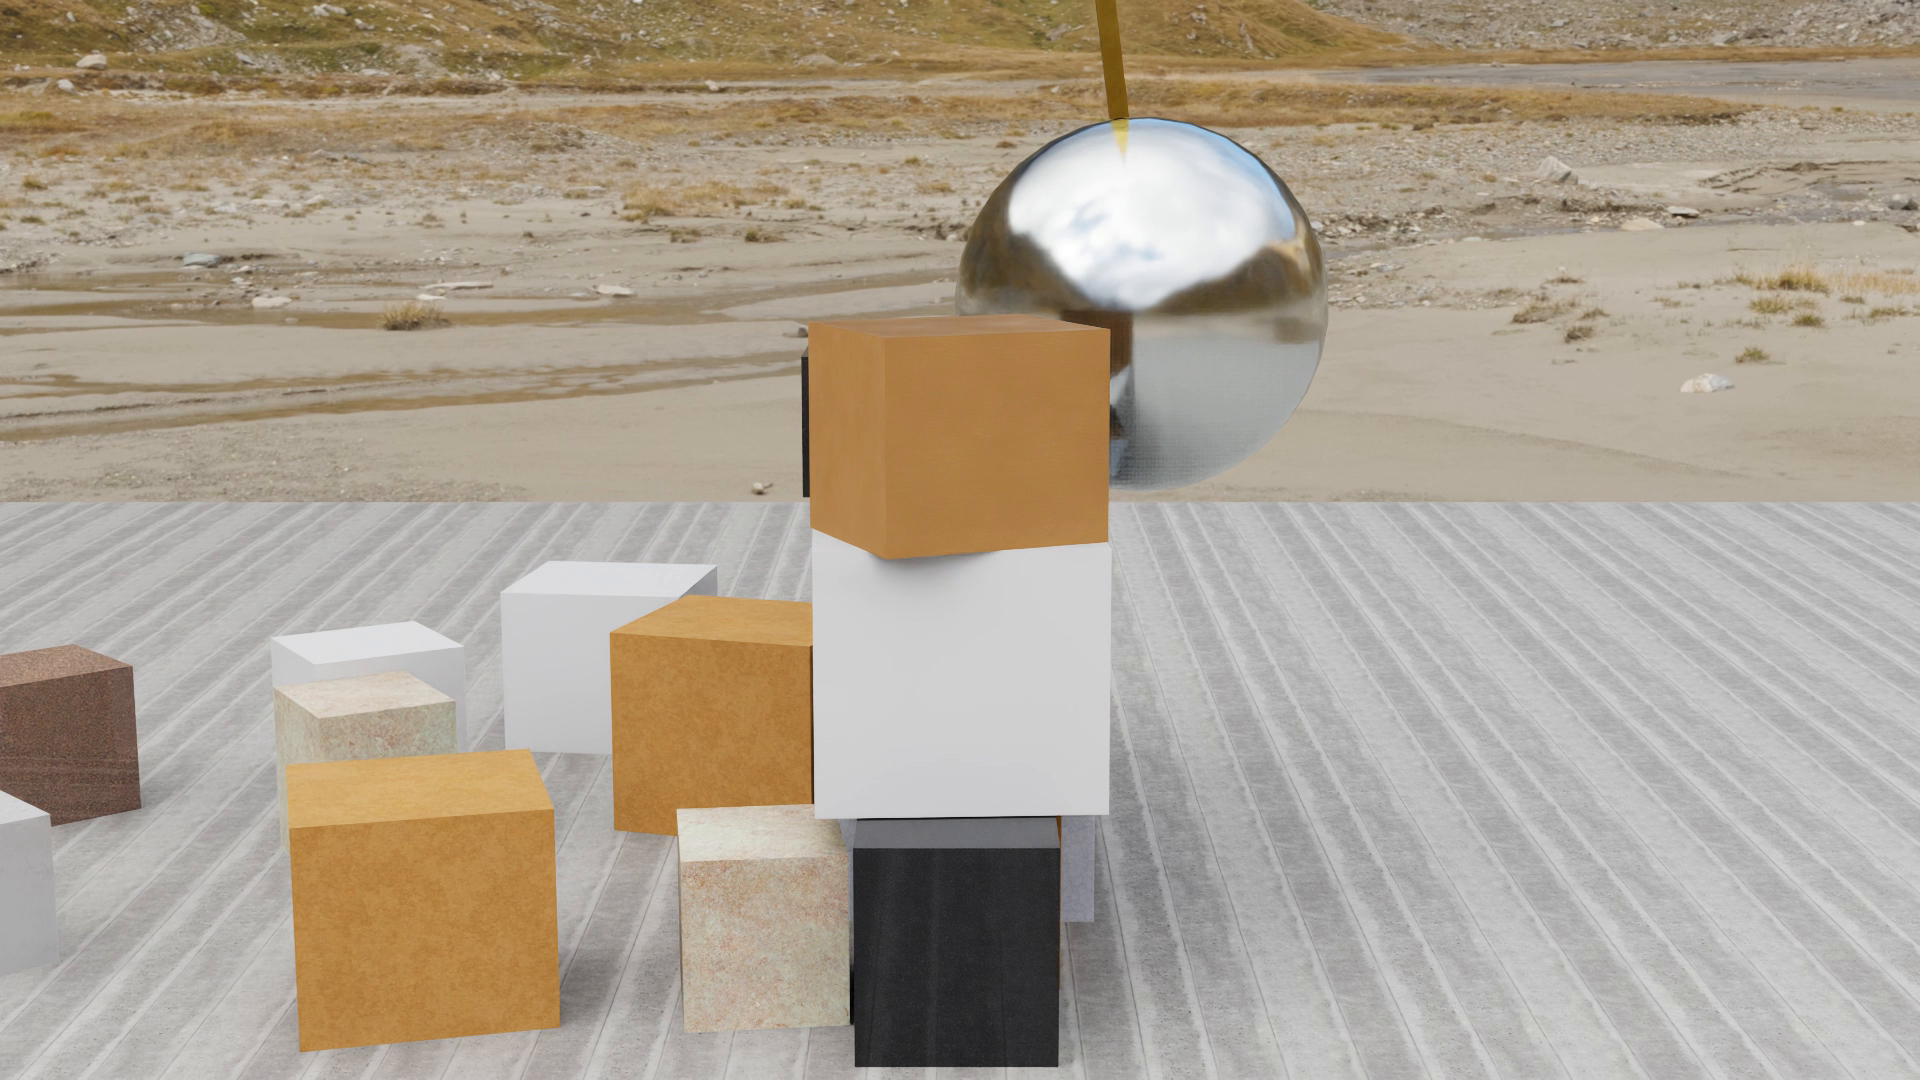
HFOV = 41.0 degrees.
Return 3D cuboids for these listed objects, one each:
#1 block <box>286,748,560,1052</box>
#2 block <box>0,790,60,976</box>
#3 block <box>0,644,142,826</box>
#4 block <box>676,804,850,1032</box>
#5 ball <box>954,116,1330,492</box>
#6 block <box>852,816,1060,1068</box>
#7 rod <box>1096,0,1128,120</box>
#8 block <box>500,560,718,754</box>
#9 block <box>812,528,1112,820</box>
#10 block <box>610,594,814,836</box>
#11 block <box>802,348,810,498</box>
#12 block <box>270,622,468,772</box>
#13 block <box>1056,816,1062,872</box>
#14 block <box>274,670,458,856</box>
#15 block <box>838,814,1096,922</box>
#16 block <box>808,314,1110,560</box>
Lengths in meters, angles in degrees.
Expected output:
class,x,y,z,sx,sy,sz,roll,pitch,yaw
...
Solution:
class,x,y,z,sx,sy,sz,roll,pitch,yaw
block,-2.061,1.348,9.791,0.942,0.844,0.886,-3,11,-15
block,-4.088,1.384,10.250,0.669,0.610,0.688,-10,14,-42
block,-4.436,0.950,12.362,0.684,0.709,0.657,-9,14,-42
block,-0.762,1.435,9.830,0.616,0.660,0.692,-1,10,-7
ball,0.777,-1.005,10.998,1.600,1.600,1.600,0,10,0
block,-0.012,1.416,9.499,0.730,0.815,0.787,0,10,0
rod,0.337,-4.322,10.394,0.080,5.200,0.080,-7,10,1
block,-1.859,0.622,13.773,0.950,0.848,0.888,1,10,7
block,-0.017,0.446,9.794,1.080,0.990,0.961,-1,10,-3
block,-1.015,0.844,12.265,0.990,0.950,0.923,3,11,17
block,-0.335,-0.498,10.531,0.593,0.567,0.541,0,10,0
block,-2.820,0.899,12.264,0.719,0.844,0.670,-6,12,-31
block,-0.002,1.323,10.300,0.782,0.711,0.802,0,10,0
block,-2.675,1.065,11.571,0.615,0.765,0.684,-6,12,-31
block,-0.011,1.044,11.170,1.151,0.949,0.997,0,10,0
block,-0.012,-0.405,9.514,0.882,0.782,0.755,-4,11,-24
